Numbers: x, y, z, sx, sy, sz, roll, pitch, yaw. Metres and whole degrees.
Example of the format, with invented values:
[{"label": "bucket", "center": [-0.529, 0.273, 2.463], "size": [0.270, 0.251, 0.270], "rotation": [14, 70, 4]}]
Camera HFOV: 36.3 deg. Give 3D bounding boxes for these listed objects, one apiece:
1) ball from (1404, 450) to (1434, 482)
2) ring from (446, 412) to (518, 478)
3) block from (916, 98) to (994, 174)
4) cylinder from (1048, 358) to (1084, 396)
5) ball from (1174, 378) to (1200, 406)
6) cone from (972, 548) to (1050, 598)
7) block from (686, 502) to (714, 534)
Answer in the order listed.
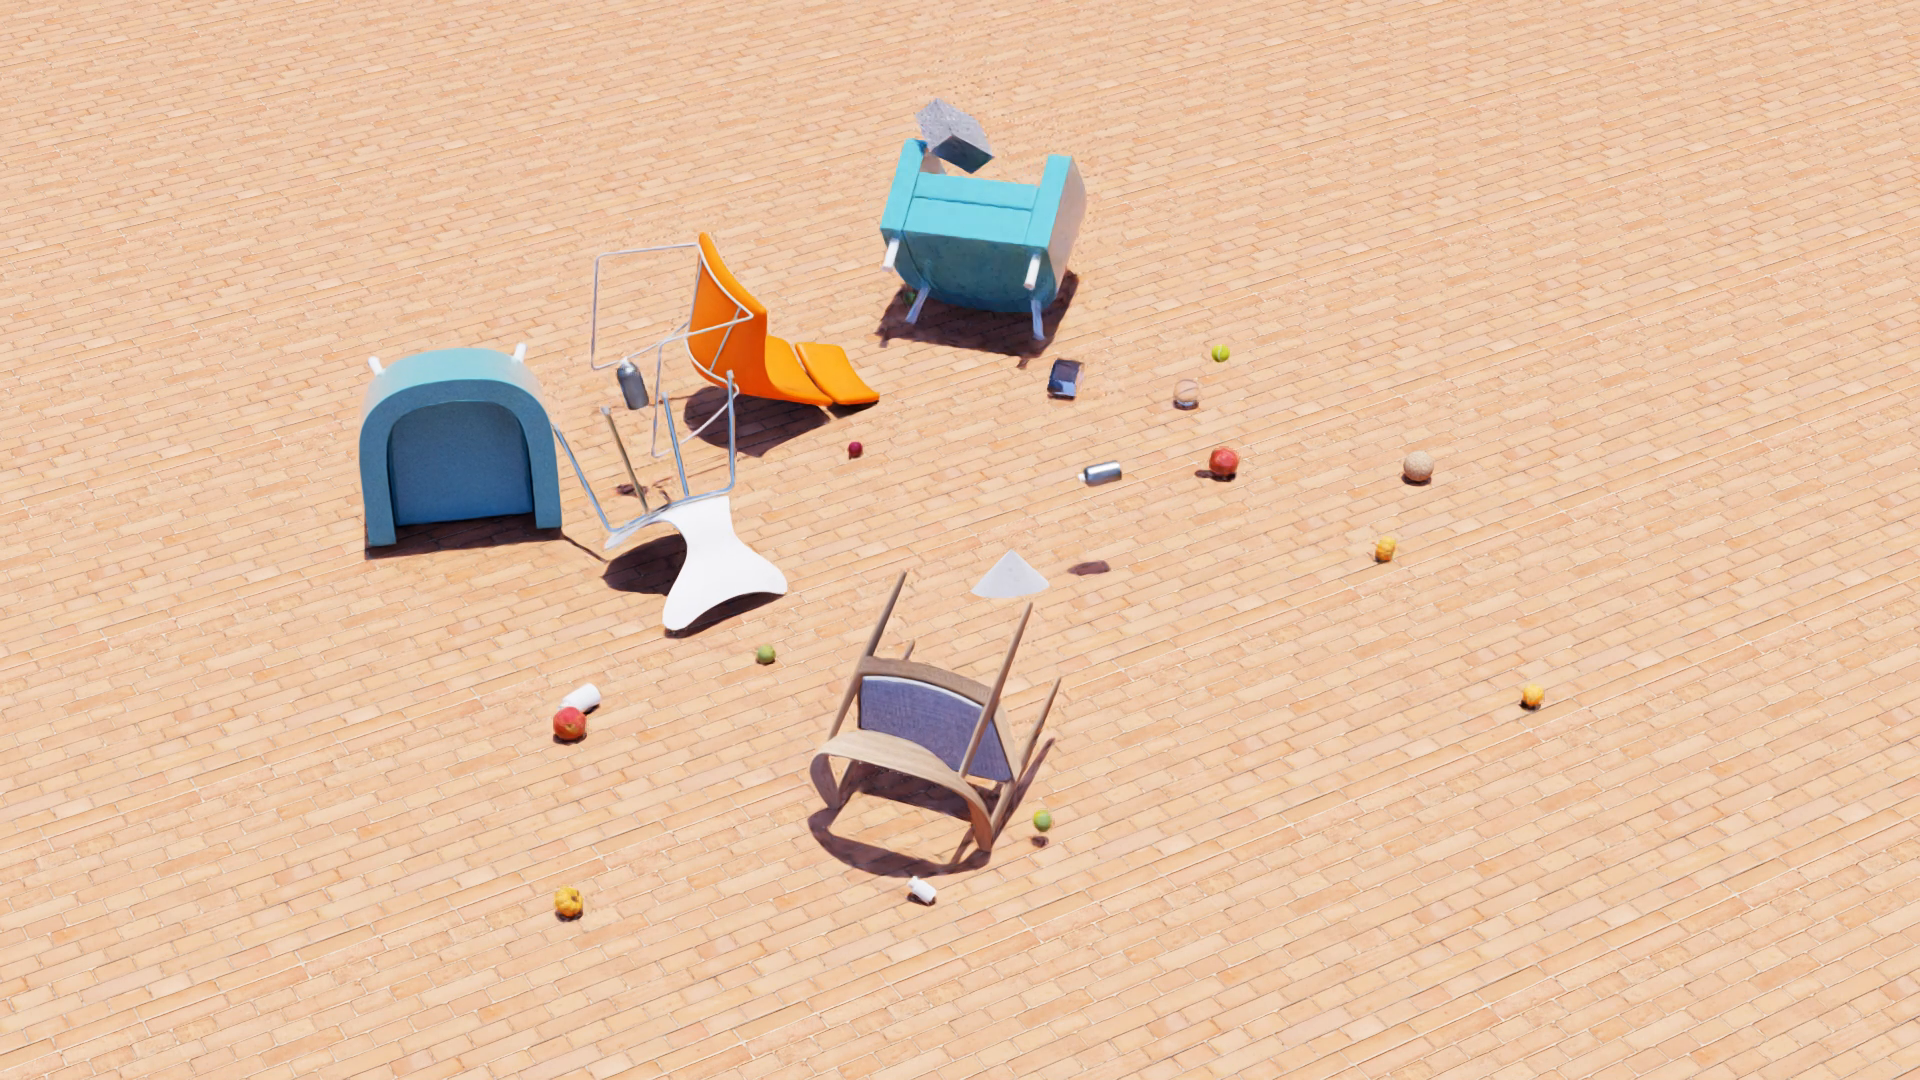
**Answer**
[{"label": "ball", "center": [1.763, -0.284, 11.269], "size": [0.118, 0.118, 0.118], "rotation": [0, 33, 0]}, {"label": "ring", "center": [-1.842, -0.368, 11.307], "size": [0.297, 0.225, 0.090], "rotation": [-38, 9, -9]}, {"label": "block", "center": [-0.022, -1.667, 12.103], "size": [0.295, 0.125, 0.198], "rotation": [20, 42, -51]}, {"label": "cylinder", "center": [0.430, -0.658, 11.847], "size": [0.108, 0.103, 0.187], "rotation": [9, 42, 13]}, {"label": "ball", "center": [0.909, -0.591, 11.743], "size": [0.109, 0.109, 0.109], "rotation": [0, 33, 0]}, {"label": "cone", "center": [0.184, 0.101, 10.636], "size": [0.291, 0.170, 0.128], "rotation": [-6, 34, -9]}, {"label": "block", "center": [-0.976, -0.083, 11.005], "size": [0.093, 0.072, 0.106], "rotation": [-7, 34, -10]}]
